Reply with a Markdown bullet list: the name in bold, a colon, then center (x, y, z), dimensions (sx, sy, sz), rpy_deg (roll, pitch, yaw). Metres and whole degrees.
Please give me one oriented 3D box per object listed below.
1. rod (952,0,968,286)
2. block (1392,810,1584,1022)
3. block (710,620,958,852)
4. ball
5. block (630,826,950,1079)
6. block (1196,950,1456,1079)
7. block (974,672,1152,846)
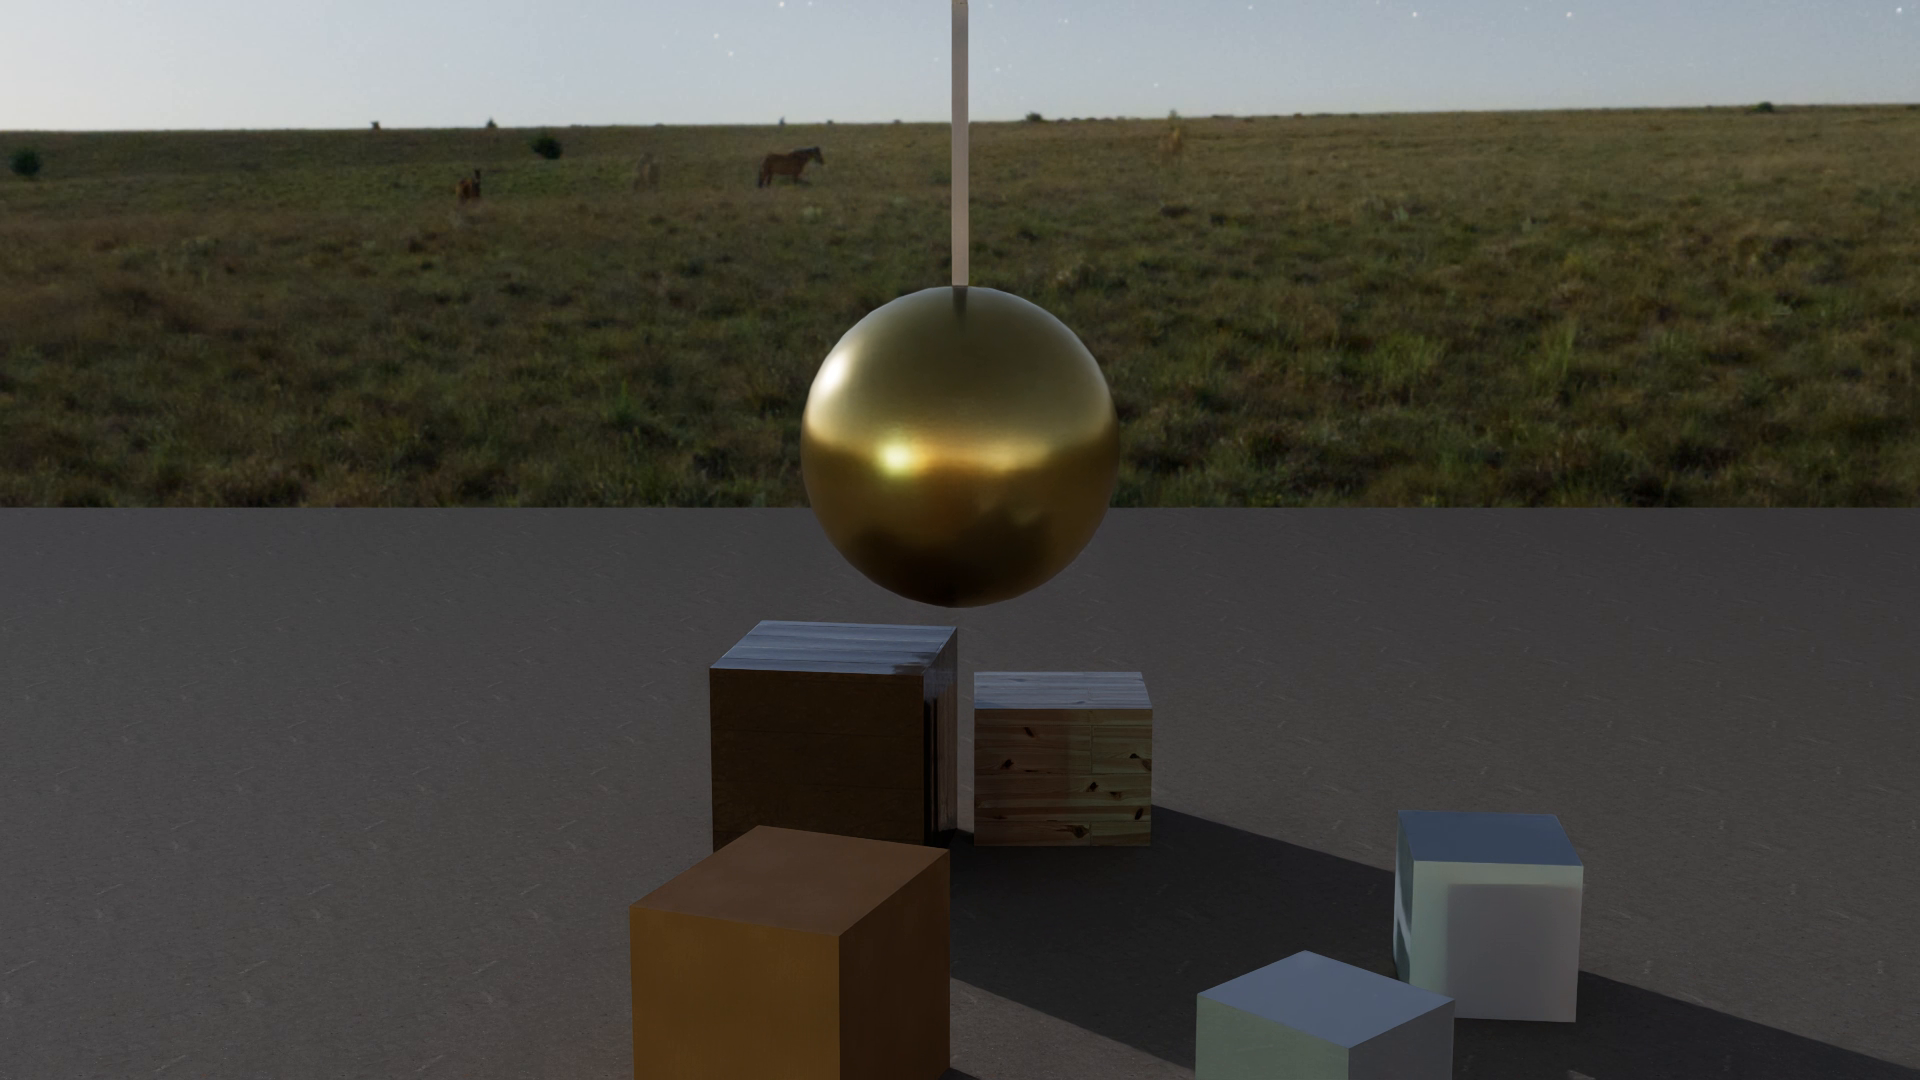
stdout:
- **rod**: center (0.000, -3.823, 10.419), dimensions (0.080, 5.200, 0.080), rpy_deg (0, 9, 0)
- **block**: center (2.186, 1.555, 9.176), dimensions (0.665, 0.658, 0.682), rpy_deg (1, 10, 6)
- **block**: center (-0.594, 1.045, 10.842), dimensions (1.017, 1.066, 1.051), rpy_deg (2, 10, 8)
- **ball**: center (0.000, -0.464, 10.943), dimensions (1.600, 1.600, 1.600), rpy_deg (0, 10, 0)
- **block**: center (-0.597, 1.650, 8.060), dimensions (0.805, 0.870, 0.994), rpy_deg (4, 11, 21)
- **block**: center (1.273, 1.868, 7.703), dimensions (0.611, 0.568, 0.649), rpy_deg (-10, 14, -43)
- **block**: center (0.517, 1.122, 11.401), dimensions (0.888, 0.714, 0.776), rpy_deg (0, 10, 0)
